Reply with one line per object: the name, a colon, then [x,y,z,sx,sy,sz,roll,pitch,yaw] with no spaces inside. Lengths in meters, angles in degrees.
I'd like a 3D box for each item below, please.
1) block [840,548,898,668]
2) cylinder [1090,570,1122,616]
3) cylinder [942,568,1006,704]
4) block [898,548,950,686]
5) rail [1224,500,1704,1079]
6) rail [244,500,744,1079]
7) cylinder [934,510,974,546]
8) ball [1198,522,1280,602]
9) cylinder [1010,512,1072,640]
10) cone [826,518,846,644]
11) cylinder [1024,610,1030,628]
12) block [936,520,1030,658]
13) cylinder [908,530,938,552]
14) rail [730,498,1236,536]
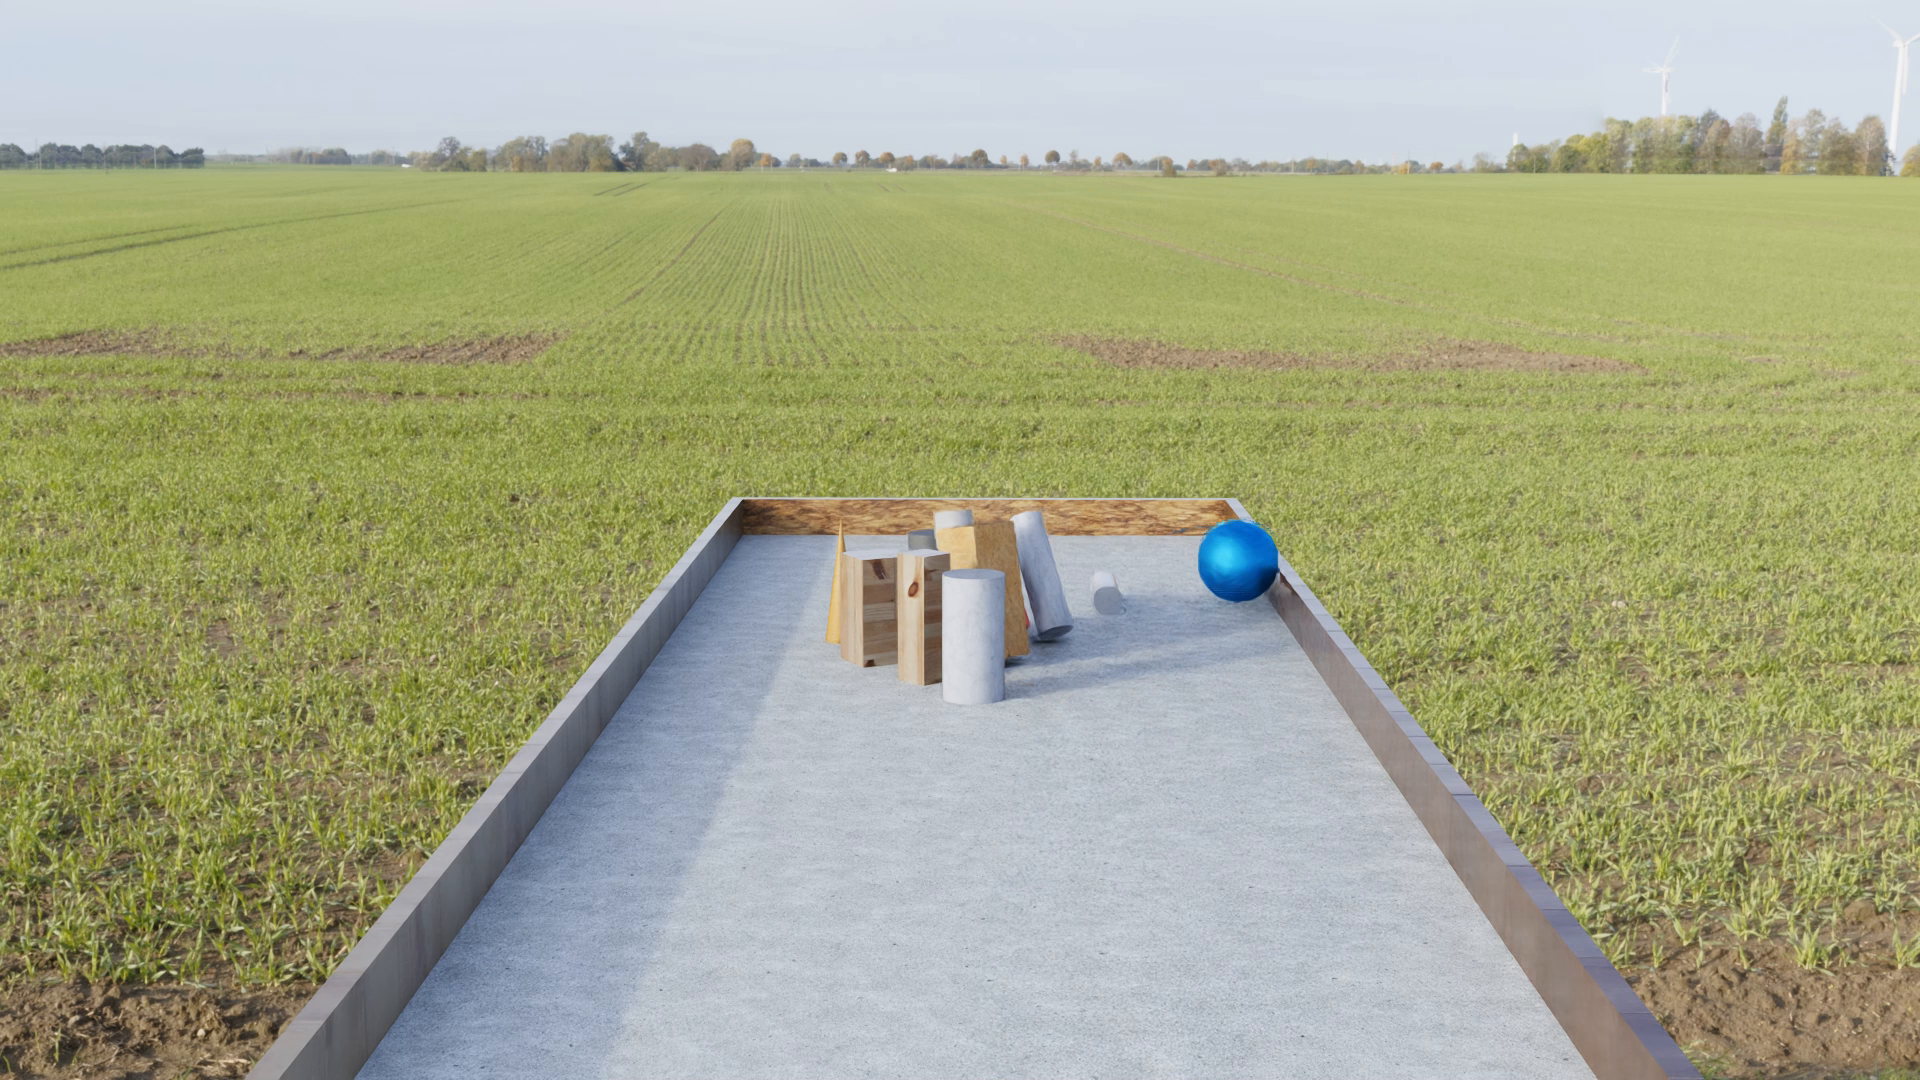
block: [-0.256,0.204,6.674,0.162,0.327,0.162,-5,10,-28]
cylinder: [0.502,0.180,7.553,0.100,0.100,0.304,0,9,1]
cylinder: [0.038,0.270,6.177,0.177,0.354,0.177,0,9,0]
block: [-0.104,0.223,6.397,0.109,0.377,0.109,9,13,44]
rail: [1.046,0.843,3.208,0.050,0.150,12.000,0,9,1]
rail: [-1.004,0.839,3.234,0.050,0.150,12.000,0,9,1]
cylinder: [-0.002,0.126,6.794,0.120,0.431,0.120,-5,-1,0]
ball: [0.941,0.073,7.443,0.274,0.274,0.274,0,9,0]
cylinder: [0.256,0.112,7.039,0.112,0.398,0.112,-13,-20,-5]
cone: [-0.375,0.124,6.964,0.108,0.396,0.108,0,9,0]
cylinder: [0.113,0.130,7.040,0.118,0.345,0.118,-18,-13,-4]
block: [0.070,0.156,6.654,0.167,0.405,0.167,-8,2,-42]
cylinder: [-0.083,0.150,6.929,0.150,0.349,0.150,-2,7,0]
rail: [0.099,-0.098,9.147,2.100,0.150,0.050,0,9,1]
